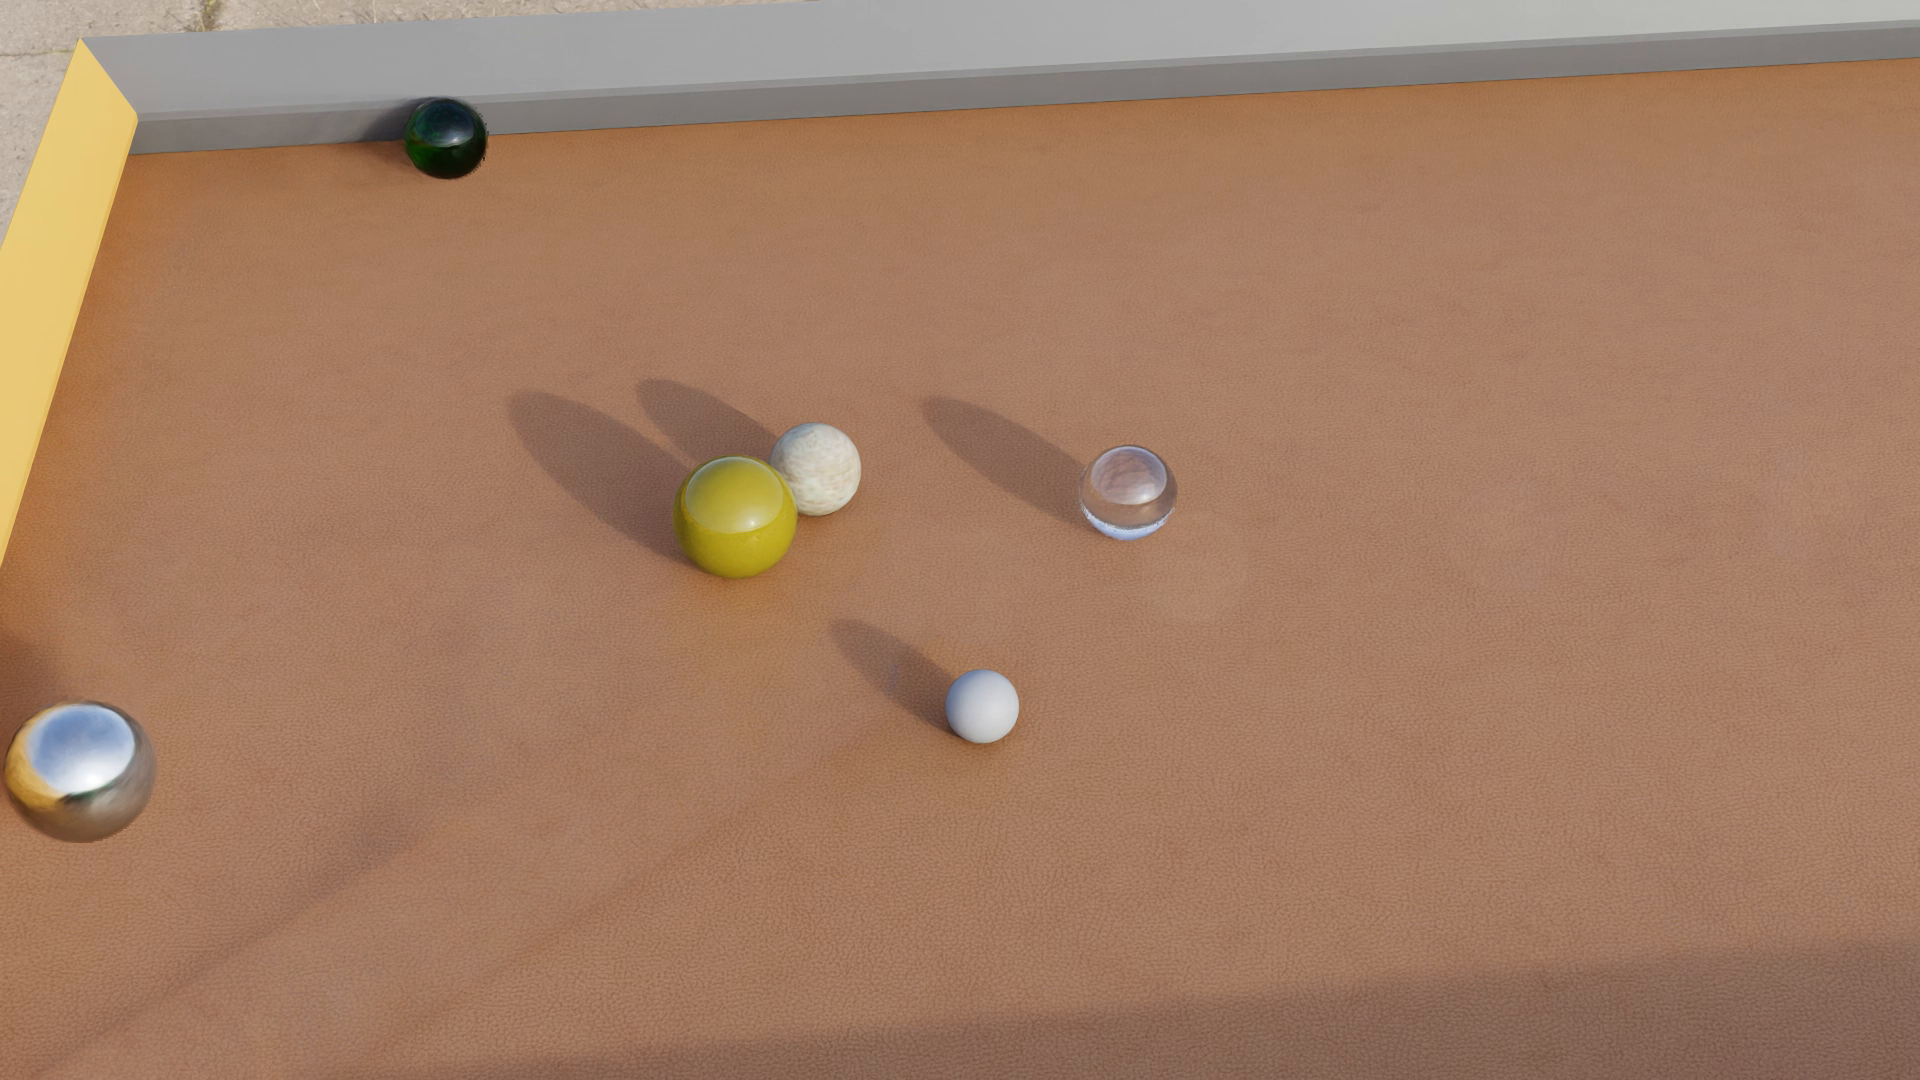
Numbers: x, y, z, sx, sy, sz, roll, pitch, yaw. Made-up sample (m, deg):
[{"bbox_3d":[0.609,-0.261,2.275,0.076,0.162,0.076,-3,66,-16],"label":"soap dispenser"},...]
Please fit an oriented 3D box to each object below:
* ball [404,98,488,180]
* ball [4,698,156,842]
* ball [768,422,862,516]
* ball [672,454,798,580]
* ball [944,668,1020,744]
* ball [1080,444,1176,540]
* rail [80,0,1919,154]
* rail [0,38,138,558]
[{"bbox_3d":[-0.439,-0.343,2.192,0.069,0.069,0.069,0,36,0],"label":"ball"},{"bbox_3d":[-0.518,0.136,1.511,0.085,0.085,0.085,0,36,0],"label":"ball"},{"bbox_3d":[-0.101,-0.049,1.785,0.065,0.065,0.065,0,36,0],"label":"ball"},{"bbox_3d":[-0.151,-0.016,1.722,0.085,0.085,0.085,0,36,0],"label":"ball"},{"bbox_3d":[0.014,0.103,1.589,0.046,0.046,0.046,0,36,0],"label":"ball"},{"bbox_3d":[0.115,-0.033,1.761,0.066,0.066,0.066,0,36,0],"label":"ball"},{"bbox_3d":[0.580,-0.463,2.323,2.673,0.110,0.045,-4,36,-6],"label":"rail"},{"bbox_3d":[-0.640,0.029,1.636,0.045,0.110,1.429,-4,36,-6],"label":"rail"}]
